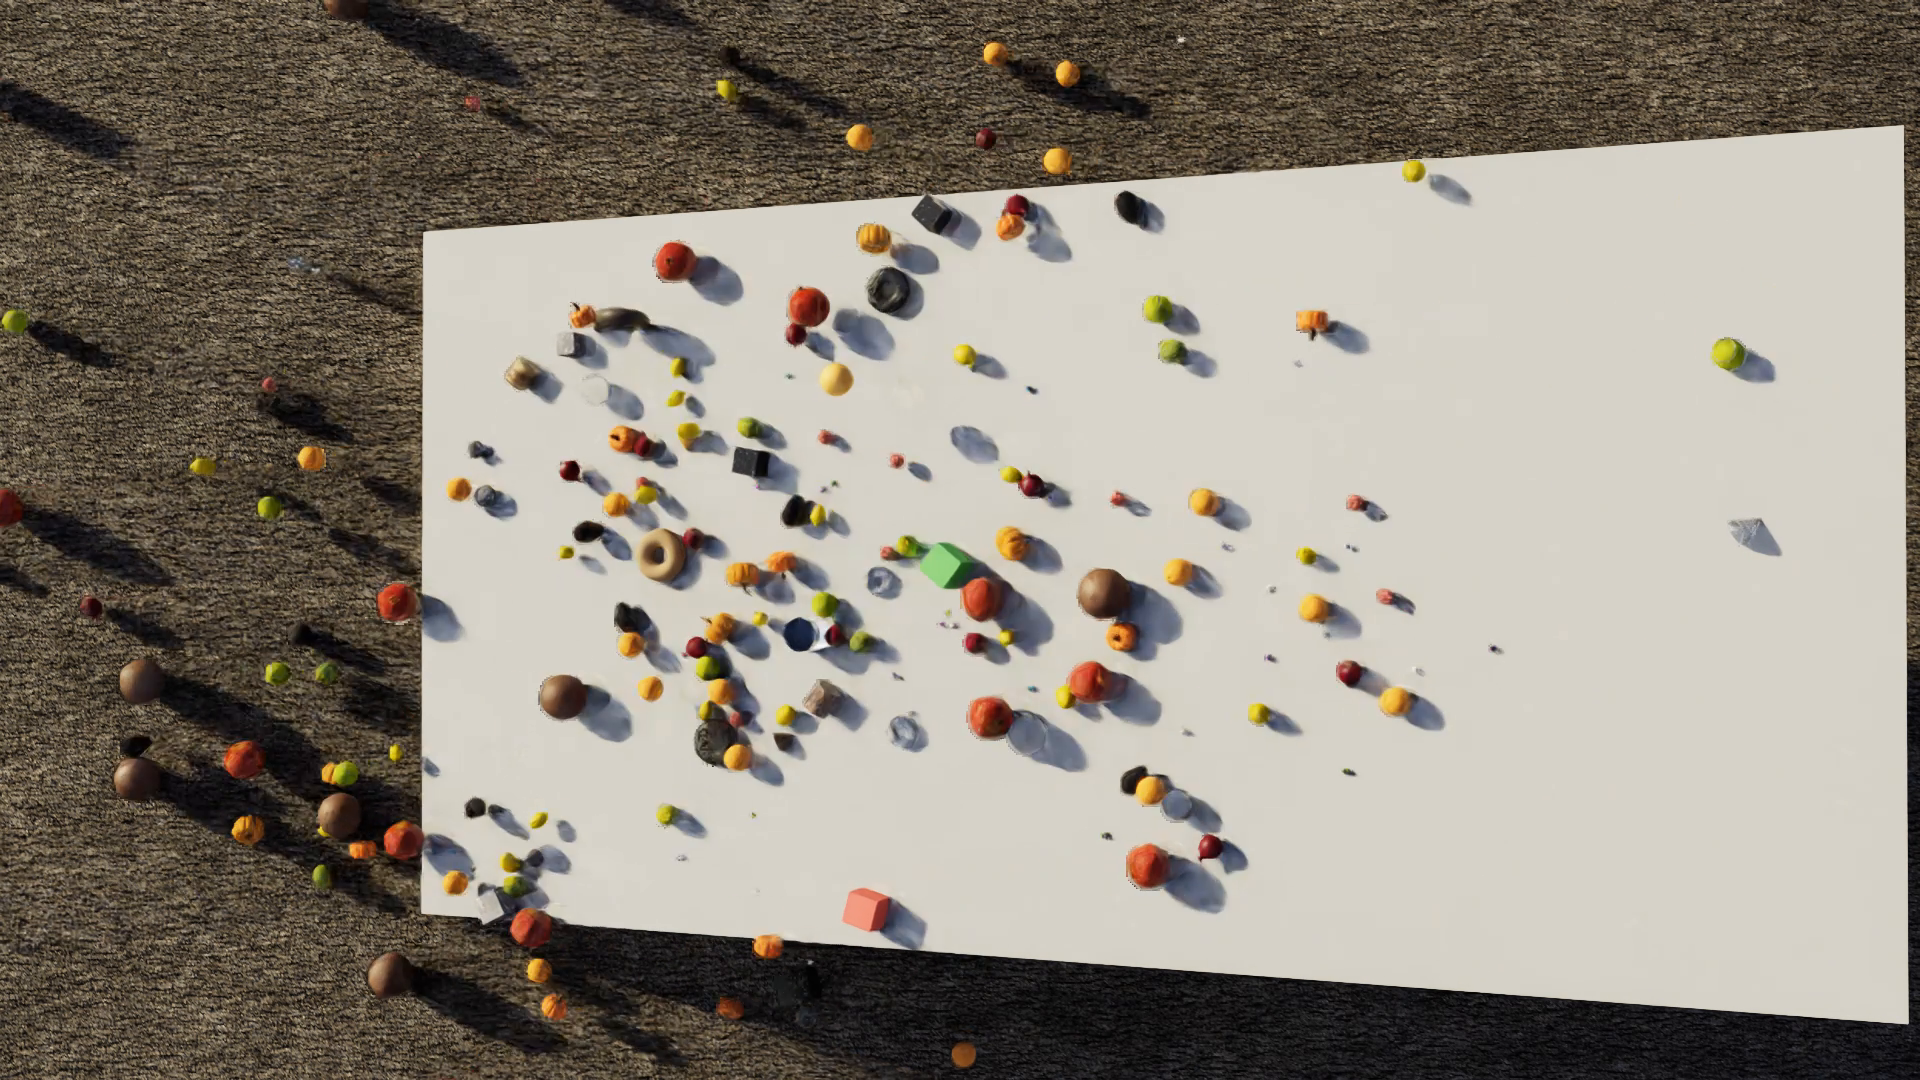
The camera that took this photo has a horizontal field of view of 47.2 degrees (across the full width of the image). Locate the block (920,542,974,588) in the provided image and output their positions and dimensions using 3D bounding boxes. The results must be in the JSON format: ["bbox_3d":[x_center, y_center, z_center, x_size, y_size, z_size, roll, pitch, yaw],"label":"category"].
[{"bbox_3d":[-0.036,0.067,5.753,0.087,0.087,0.087,40,104,18],"label":"block"}]

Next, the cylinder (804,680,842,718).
[{"bbox_3d":[-0.368,0.427,5.895,0.073,0.073,0.073,36,104,0],"label":"cylinder"}]

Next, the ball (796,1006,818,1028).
[{"bbox_3d":[-0.440,1.369,6.302,0.060,0.060,0.060,0,89,0],"label":"ball"}]

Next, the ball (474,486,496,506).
[{"bbox_3d":[-1.366,-0.127,6.332,0.063,0.063,0.063,0,89,0],"label":"ball"}]

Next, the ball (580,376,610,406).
[{"bbox_3d":[-1.023,-0.420,6.172,0.084,0.084,0.084,0,89,0],"label":"ball"}]

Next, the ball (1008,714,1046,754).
[{"bbox_3d":[0.173,0.500,5.652,0.100,0.100,0.100,0,89,0],"label":"ball"}]

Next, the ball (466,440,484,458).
[{"bbox_3d":[-1.402,-0.262,6.355,0.050,0.050,0.050,0,89,0],"label":"ball"}]

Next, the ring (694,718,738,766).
[{"bbox_3d":[-0.671,0.555,6.039,0.131,0.044,0.131,0,90,20],"label":"ring"}]

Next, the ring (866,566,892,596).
[{"bbox_3d":[-0.217,0.108,5.862,0.080,0.027,0.080,0,89,24],"label":"ring"}]

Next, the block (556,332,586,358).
[{"bbox_3d":[-1.104,-0.553,6.228,0.058,0.058,0.058,-7,87,23],"label":"block"}]

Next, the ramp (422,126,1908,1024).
[{"bbox_3d":[0.283,0.085,5.719,4.000,0.100,2.000,0,89,23],"label":"ramp"}]

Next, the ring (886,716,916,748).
[{"bbox_3d":[-0.154,0.508,5.829,0.087,0.029,0.087,-1,88,23],"label":"ring"}]

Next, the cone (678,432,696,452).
[{"bbox_3d":[-0.757,-0.266,6.097,0.050,0.050,0.050,2,119,0],"label":"cone"}]

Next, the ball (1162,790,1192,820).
[{"bbox_3d":[0.543,0.664,5.507,0.075,0.075,0.075,0,89,0],"label":"ball"}]

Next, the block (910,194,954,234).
[{"bbox_3d":[-0.072,-0.857,5.789,0.069,0.069,0.069,45,105,17],"label":"block"}]

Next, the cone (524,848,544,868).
[{"bbox_3d":[-1.226,0.910,6.264,0.055,0.055,0.055,0,89,23],"label":"cone"}]

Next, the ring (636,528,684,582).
[{"bbox_3d":[-0.832,0.042,6.111,0.149,0.050,0.149,0,90,22],"label":"ring"}]

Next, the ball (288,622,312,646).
[{"bbox_3d":[-1.956,0.278,6.509,0.068,0.068,0.068,0,89,0],"label":"ball"}]

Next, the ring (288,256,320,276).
[{"bbox_3d":[-1.938,-0.812,6.496,0.097,0.097,0.032,25,99,0],"label":"ring"}]

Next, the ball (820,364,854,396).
[{"bbox_3d":[-0.319,-0.414,5.683,0.087,0.087,0.087,0,89,0],"label":"ball"}]

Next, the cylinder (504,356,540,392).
[{"bbox_3d":[-1.250,-0.474,6.282,0.070,0.070,0.070,41,105,0],"label":"cylinder"}]

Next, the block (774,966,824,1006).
[{"bbox_3d":[-0.474,1.311,6.461,0.090,0.090,0.090,-21,80,39],"label":"block"}]

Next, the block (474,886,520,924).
[{"bbox_3d":[-1.326,1.044,6.292,0.078,0.078,0.078,-29,78,20],"label":"block"}]

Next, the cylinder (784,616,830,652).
[{"bbox_3d":[-0.411,0.253,5.906,0.093,0.093,0.093,0,89,23],"label":"cylinder"}]

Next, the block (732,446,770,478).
[{"bbox_3d":[-0.569,-0.212,5.991,0.071,0.071,0.071,11,93,23],"label":"block"}]

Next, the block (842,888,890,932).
[{"bbox_3d":[-0.249,0.980,5.833,0.085,0.085,0.085,16,96,22],"label":"block"}]

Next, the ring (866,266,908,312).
[{"bbox_3d":[-0.193,-0.666,5.853,0.123,0.041,0.123,-1,88,22],"label":"ring"}]
